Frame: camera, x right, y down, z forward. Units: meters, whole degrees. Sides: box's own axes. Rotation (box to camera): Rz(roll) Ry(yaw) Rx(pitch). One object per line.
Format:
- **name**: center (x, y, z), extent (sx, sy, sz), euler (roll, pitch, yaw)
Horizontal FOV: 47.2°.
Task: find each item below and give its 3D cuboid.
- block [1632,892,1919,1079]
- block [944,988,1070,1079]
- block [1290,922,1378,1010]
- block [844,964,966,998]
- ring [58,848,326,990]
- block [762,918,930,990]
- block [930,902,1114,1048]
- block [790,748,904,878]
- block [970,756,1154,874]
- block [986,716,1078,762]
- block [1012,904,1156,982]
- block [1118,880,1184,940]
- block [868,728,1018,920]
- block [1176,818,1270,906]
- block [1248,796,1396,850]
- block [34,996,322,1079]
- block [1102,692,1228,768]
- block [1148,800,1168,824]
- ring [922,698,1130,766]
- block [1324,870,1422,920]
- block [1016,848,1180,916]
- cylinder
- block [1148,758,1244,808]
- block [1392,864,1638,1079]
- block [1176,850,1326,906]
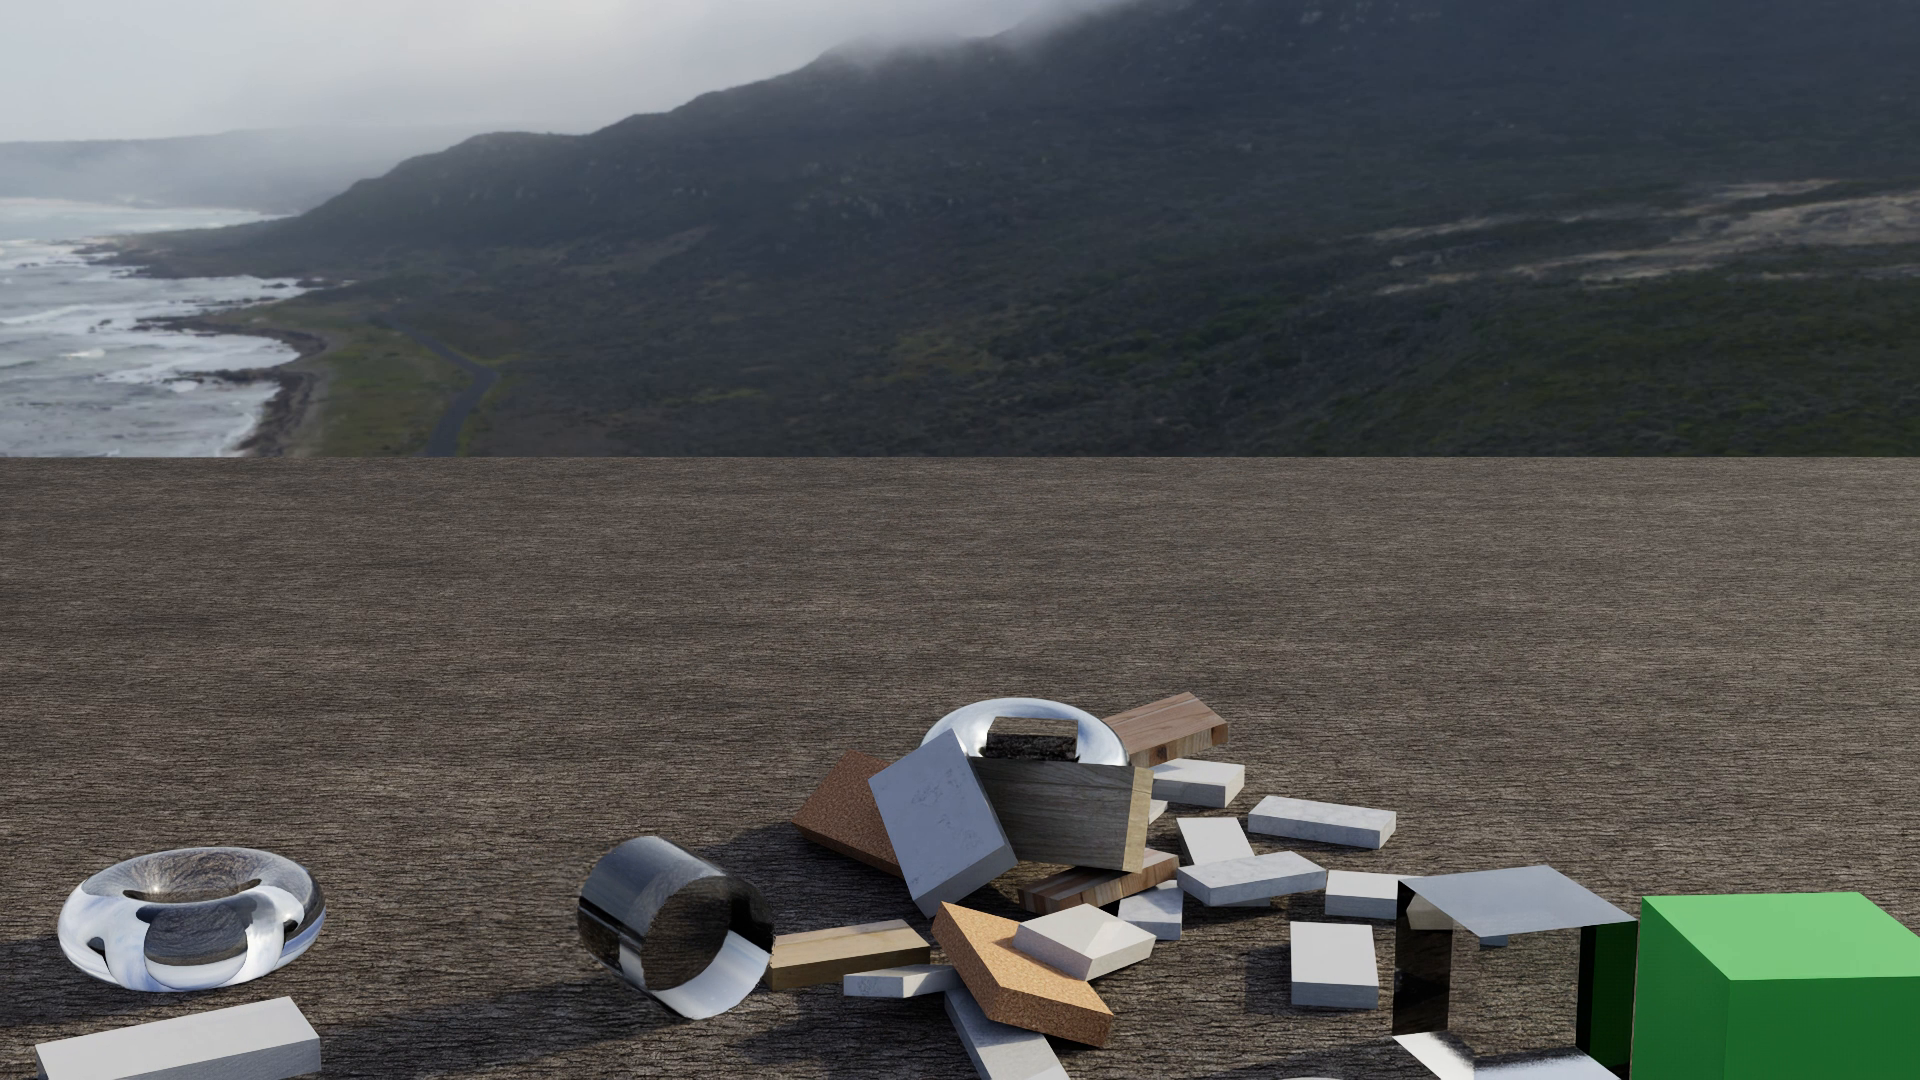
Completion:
- **block**: center (1.026, 0.622, 2.718), extent (0.284, 0.284, 0.284), euler (-1, 11, -3)
- **block**: center (0.088, 0.716, 2.911), extent (0.100, 0.028, 0.596), euler (-2, 11, -12)
- **block**: center (0.561, 0.638, 3.313), extent (0.125, 0.035, 0.249), euler (1, 11, 8)
- **block**: center (-0.070, 0.635, 3.173), extent (0.100, 0.028, 0.201), euler (-5, -7, 31)
- **ring**: center (-1.177, 0.579, 3.381), extent (0.391, 0.130, 0.391), euler (1, 11, 0)
- **block**: center (-0.184, 0.631, 3.352), extent (0.249, 0.035, 0.125), euler (-4, 11, -21)
- **block**: center (0.084, 0.626, 3.190), extent (0.173, 0.049, 0.347), euler (18, 5, -17)
- **block**: center (-0.130, 0.482, 3.845), extent (0.346, 0.049, 0.173), euler (12, 56, 49)
- **block**: center (0.130, 0.458, 3.712), extent (0.048, 0.168, 0.455), euler (17, -13, -43)
- **block**: center (0.129, 0.346, 3.838), extent (0.149, 0.042, 0.299), euler (2, 1, 4)
- **block**: center (0.189, 0.601, 3.300), extent (0.125, 0.035, 0.249), euler (22, 8, 26)
- **block**: center (0.310, 0.596, 3.559), extent (0.100, 0.028, 0.201), euler (1, 11, 7)
- **block**: center (-0.033, 0.468, 3.678), extent (0.173, 0.049, 0.347), euler (-32, 32, 3)
- **block**: center (0.450, 0.552, 3.791), extent (0.109, 0.031, 0.379), euler (0, 11, -1)
- **block**: center (0.658, 0.512, 3.996), extent (0.242, 0.034, 0.121), euler (5, 12, 24)
- **block**: center (-1.052, 0.697, 2.961), extent (0.336, 0.048, 0.168), euler (-6, 12, -30)
- **block**: center (0.283, 0.404, 4.249), extent (0.454, 0.042, 0.149), euler (-16, 26, -20)
- **block**: center (0.344, 0.504, 4.089), extent (0.053, 0.015, 0.106), euler (5, 11, 23)
- **ring**: center (0.116, 0.418, 4.029), extent (0.401, 0.134, 0.401), euler (2, 24, -1)
- **block**: center (0.724, 0.585, 3.602), extent (0.242, 0.034, 0.121), euler (2, 11, 12)
- **block**: center (0.229, 0.561, 3.606), extent (0.242, 0.034, 0.121), euler (-15, 9, -30)
- **cylinder**: center (-0.418, 0.565, 3.223), extent (0.212, 0.212, 0.212), euler (-7, 13, -34)
- **block**: center (0.385, 0.460, 4.251), extent (0.299, 0.042, 0.149), euler (4, 11, 21)
- **block**: center (0.749, 0.599, 2.990), extent (0.231, 0.231, 0.231), euler (-3, 11, -15)
- **block**: center (0.478, 0.554, 3.607), extent (0.218, 0.031, 0.109), euler (-5, 11, -23)
